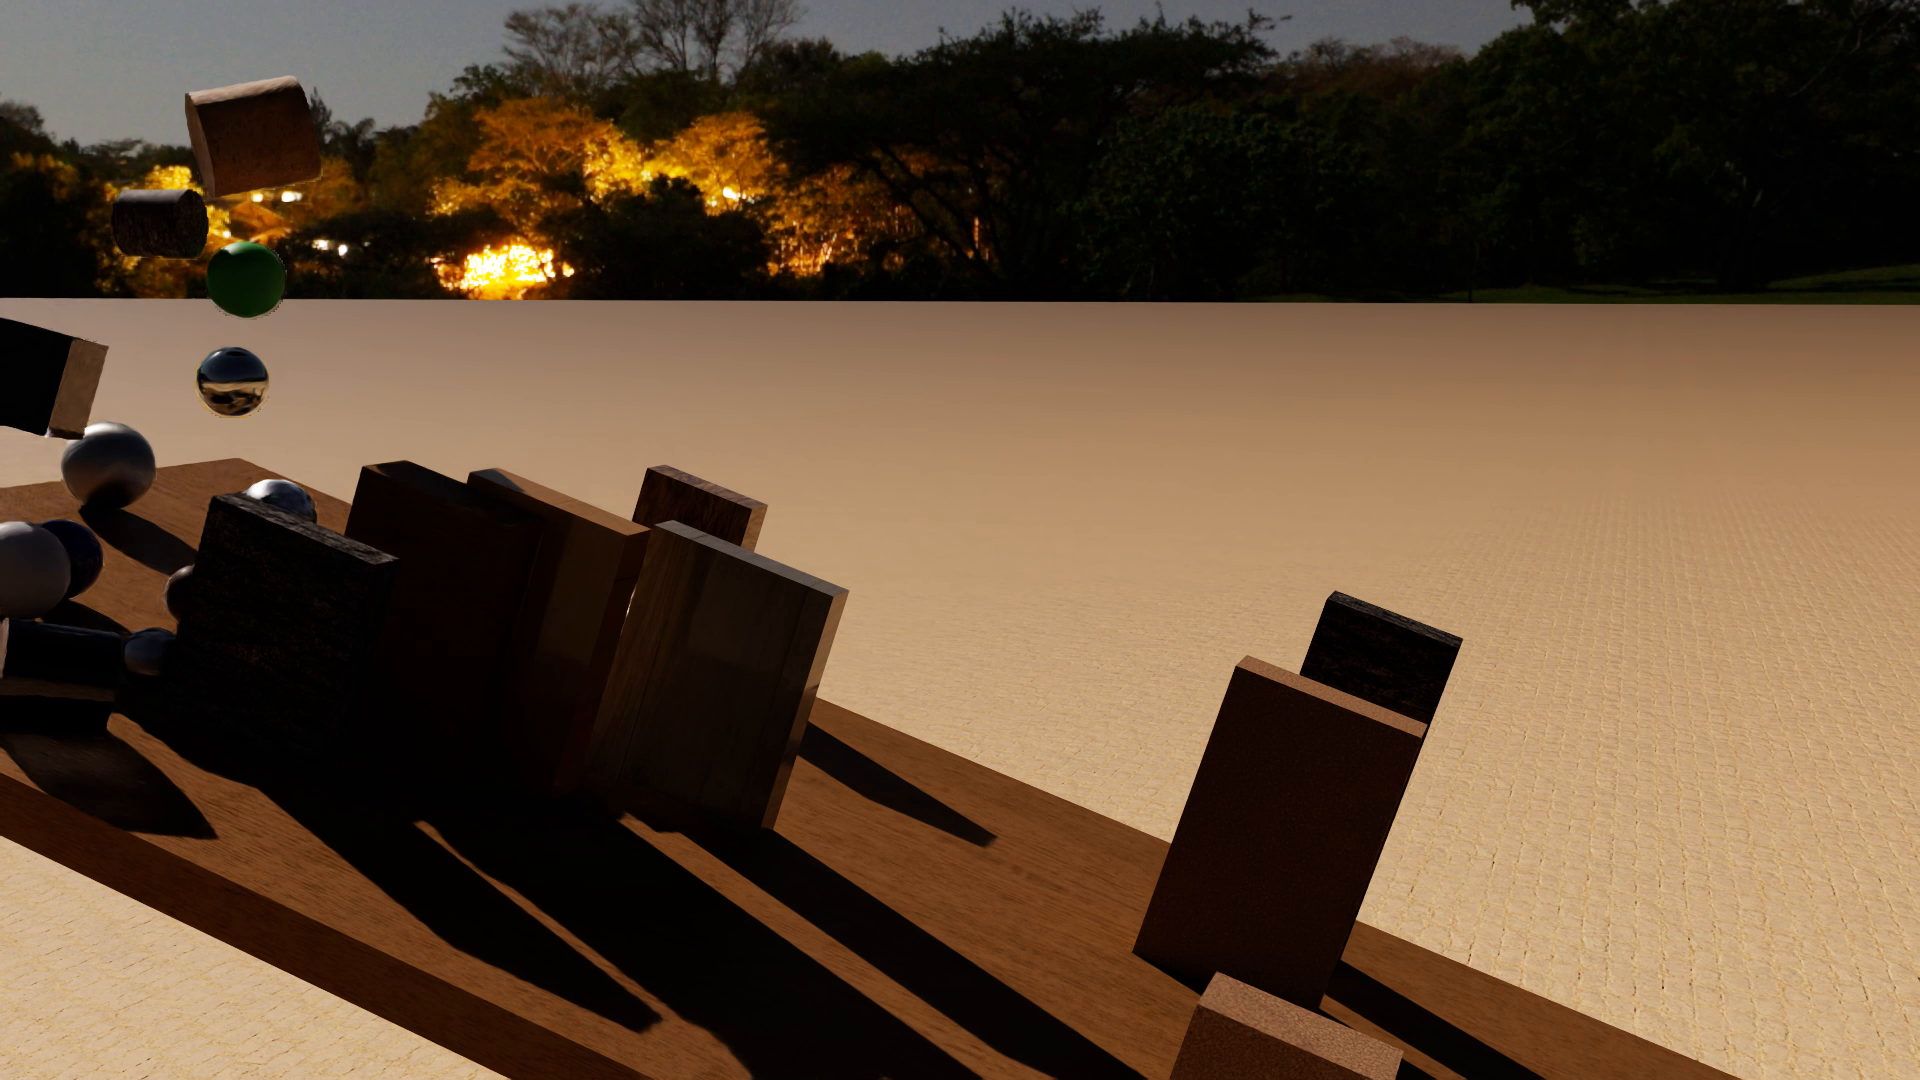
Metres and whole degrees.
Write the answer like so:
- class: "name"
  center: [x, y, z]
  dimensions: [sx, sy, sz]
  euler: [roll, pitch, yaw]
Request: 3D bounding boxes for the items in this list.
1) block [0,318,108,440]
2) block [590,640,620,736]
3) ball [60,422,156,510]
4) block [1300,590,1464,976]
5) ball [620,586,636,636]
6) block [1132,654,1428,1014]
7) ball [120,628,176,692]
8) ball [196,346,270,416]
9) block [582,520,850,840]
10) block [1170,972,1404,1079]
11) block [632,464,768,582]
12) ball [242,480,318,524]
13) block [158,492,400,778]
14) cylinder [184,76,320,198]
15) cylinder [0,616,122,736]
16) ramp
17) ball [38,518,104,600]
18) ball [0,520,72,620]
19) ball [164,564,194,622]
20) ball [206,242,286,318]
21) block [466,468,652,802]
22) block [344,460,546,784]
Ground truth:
- class: "block"
  center: [-1.852, -0.324, 4.372]
  dimensions: [0.199, 0.199, 0.199]
  euler: [16, 0, -2]
- class: "block"
  center: [-0.831, 0.266, 4.501]
  dimensions: [0.204, 0.204, 0.204]
  euler: [10, 14, -34]
- class: "ball"
  center: [-1.893, -0.165, 4.888]
  dimensions: [0.197, 0.197, 0.197]
  euler: [0, 7, 0]
- class: "block"
  center: [0.771, 0.501, 4.534]
  dimensions: [0.277, 0.735, 0.123]
  euler: [21, 12, 14]
- class: "ball"
  center: [-0.839, 0.140, 5.060]
  dimensions: [0.203, 0.203, 0.203]
  euler: [0, 7, 0]
- class: "block"
  center: [0.614, 0.579, 4.248]
  dimensions: [0.369, 0.611, 0.127]
  euler: [21, 12, 14]
- class: "ball"
  center: [-1.458, 0.216, 3.977]
  dimensions: [0.116, 0.116, 0.116]
  euler: [0, 7, 0]
- class: "ball"
  center: [-1.430, -0.311, 4.323]
  dimensions: [0.137, 0.137, 0.137]
  euler: [0, 7, 0]
- class: "block"
  center: [-0.477, 0.270, 4.270]
  dimensions: [0.387, 0.509, 0.087]
  euler: [21, 12, 14]
- class: "block"
  center: [0.403, 0.870, 3.064]
  dimensions: [0.278, 0.430, 0.146]
  euler: [21, 12, 14]
- class: "block"
  center: [-0.650, 0.066, 5.170]
  dimensions: [0.276, 0.411, 0.099]
  euler: [21, 12, 14]
- class: "ball"
  center: [-1.532, -0.045, 4.919]
  dimensions: [0.182, 0.182, 0.182]
  euler: [0, 7, 0]
- class: "block"
  center: [-1.209, 0.167, 3.897]
  dimensions: [0.338, 0.406, 0.083]
  euler: [21, 12, 14]
- class: "cylinder"
  center: [-1.421, -0.811, 4.417]
  dimensions: [0.209, 0.209, 0.209]
  euler: [-16, 13, -24]
- class: "cylinder"
  center: [-1.524, 0.230, 3.694]
  dimensions: [0.178, 0.178, 0.178]
  euler: [12, 0, -29]
- class: "ramp"
  center: [-0.348, 0.651, 4.220]
  dimensions: [4.000, 0.100, 2.000]
  euler: [21, 12, 14]
- class: "ball"
  center: [-1.748, 0.037, 4.271]
  dimensions: [0.157, 0.157, 0.157]
  euler: [0, 7, 0]
- class: "ball"
  center: [-1.758, 0.058, 4.101]
  dimensions: [0.188, 0.188, 0.188]
  euler: [0, 7, 0]
- class: "ball"
  center: [-1.519, 0.110, 4.376]
  dimensions: [0.124, 0.124, 0.124]
  euler: [0, 7, 0]
- class: "ball"
  center: [-1.499, -0.546, 4.614]
  dimensions: [0.159, 0.159, 0.159]
  euler: [0, 7, 0]
- class: "block"
  center: [-0.820, 0.176, 4.125]
  dimensions: [0.335, 0.534, 0.104]
  euler: [21, 12, 14]
- class: "block"
  center: [-0.995, 0.148, 4.063]
  dimensions: [0.313, 0.505, 0.148]
  euler: [21, 12, 14]
